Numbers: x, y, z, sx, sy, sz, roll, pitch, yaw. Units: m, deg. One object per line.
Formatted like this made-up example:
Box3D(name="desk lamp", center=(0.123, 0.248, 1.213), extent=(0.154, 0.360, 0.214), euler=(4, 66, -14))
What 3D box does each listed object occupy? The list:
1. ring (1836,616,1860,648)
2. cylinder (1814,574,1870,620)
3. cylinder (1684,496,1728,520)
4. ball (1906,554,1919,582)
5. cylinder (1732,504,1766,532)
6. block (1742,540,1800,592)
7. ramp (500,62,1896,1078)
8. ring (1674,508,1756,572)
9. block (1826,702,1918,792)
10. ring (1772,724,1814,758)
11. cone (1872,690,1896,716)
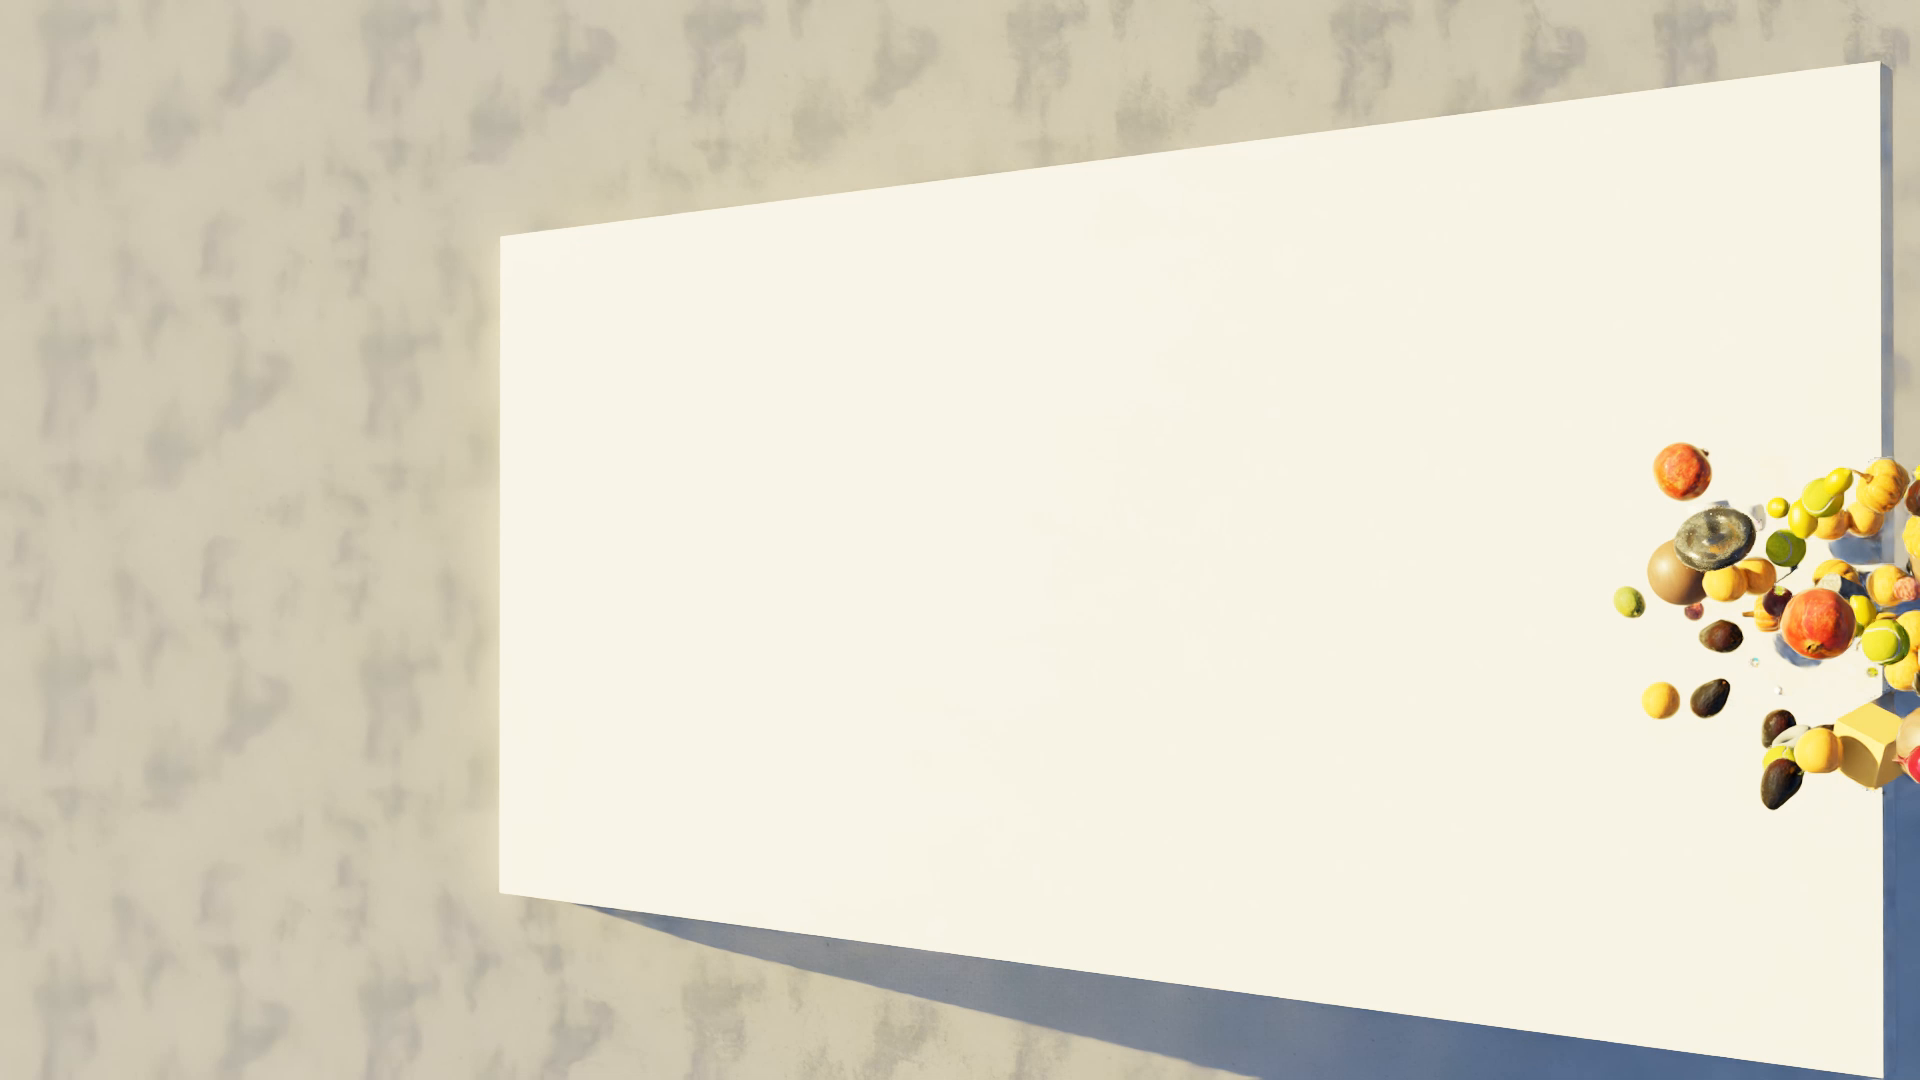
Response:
Box3D(name="ring", center=(1.704, 0.161, 4.216), extent=(0.031, 0.094, 0.094), euler=(16, 90, 27))
Box3D(name="cylinder", center=(1.637, 0.106, 4.081), extent=(0.070, 0.070, 0.070), euler=(17, 90, -24))
Box3D(name="cylinder", center=(1.340, -0.029, 3.927), extent=(0.074, 0.074, 0.074), euler=(-19, 107, 0))
Box3D(name="ball", center=(1.746, 0.050, 3.990), extent=(0.052, 0.052, 0.052), euler=(0, 90, 0))
Box3D(name="cylinder", center=(1.549, -0.043, 4.323), extent=(0.053, 0.053, 0.053), euler=(-4, 89, 40))
Box3D(name="block", center=(1.590, 0.052, 4.315), extent=(0.064, 0.064, 0.064), euler=(-33, 81, -9))
Box3D(name="ramp", center=(0.235, 0.066, 5.554), extent=(4.000, 0.100, 2.000), euler=(0, 89, 37))
Box3D(name="ring", center=(1.315, -0.002, 3.831), extent=(0.139, 0.139, 0.046), euler=(-33, 123, 0))
Box3D(name="block", center=(1.441, 0.326, 3.478), extent=(0.087, 0.087, 0.087), euler=(-19, 125, -31))
Box3D(name="ring", center=(1.449, 0.350, 3.824), extent=(0.080, 0.080, 0.027), euler=(-37, 95, 0))
Box3D(name="cone", center=(1.489, 0.302, 3.542), extent=(0.087, 0.087, 0.087), euler=(-27, 72, 0))
